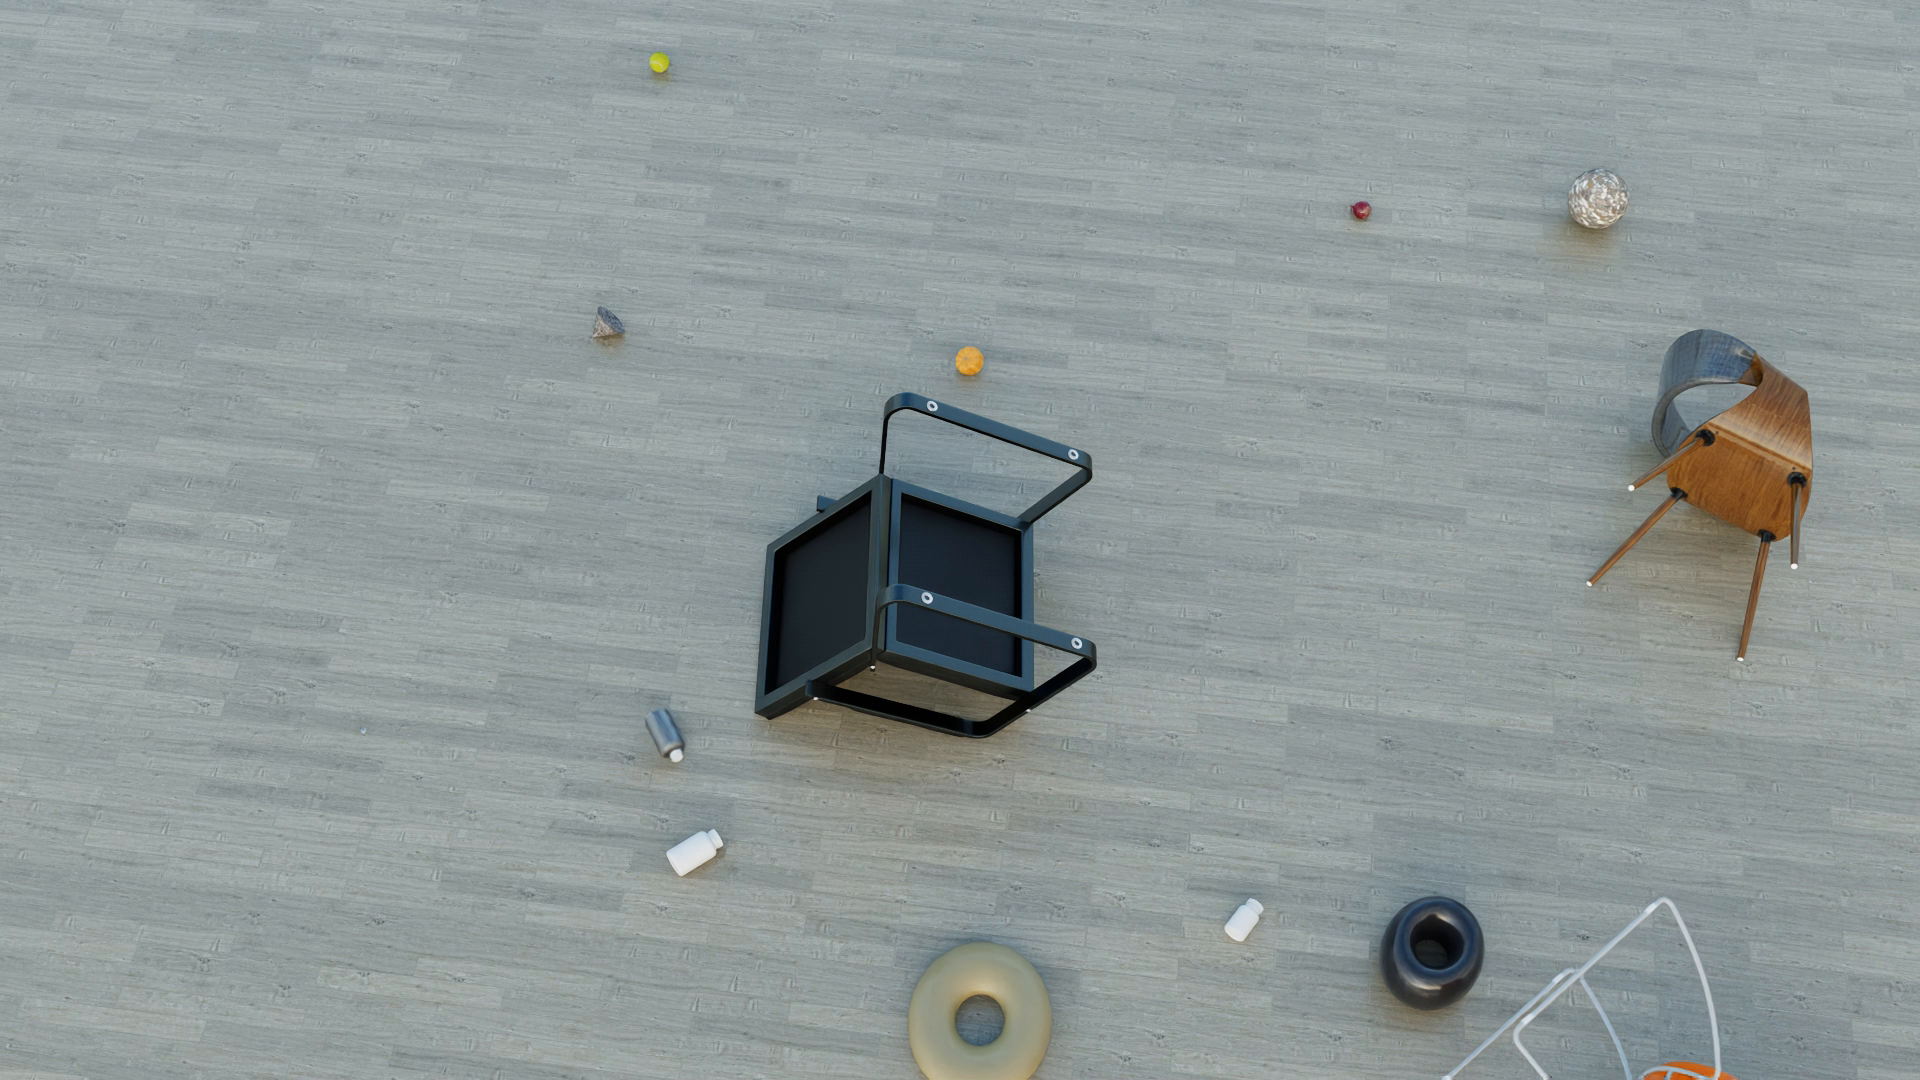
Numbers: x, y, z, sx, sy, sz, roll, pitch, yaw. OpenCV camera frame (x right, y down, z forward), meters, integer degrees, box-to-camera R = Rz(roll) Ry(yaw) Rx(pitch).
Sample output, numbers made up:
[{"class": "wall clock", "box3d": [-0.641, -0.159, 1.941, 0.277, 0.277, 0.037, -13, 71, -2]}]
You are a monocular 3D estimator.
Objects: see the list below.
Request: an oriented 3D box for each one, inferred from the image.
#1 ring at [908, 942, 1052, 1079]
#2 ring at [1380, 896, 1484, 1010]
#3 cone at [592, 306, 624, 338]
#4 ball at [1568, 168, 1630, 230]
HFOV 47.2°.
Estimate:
[{"class": "ring", "box3d": [0.051, 1.241, 5.687, 0.374, 0.092, 0.429, 5, 57, 4]}, {"class": "ring", "box3d": [1.234, 1.079, 5.750, 0.265, 0.169, 0.311, 26, 58, 15]}, {"class": "cone", "box3d": [-1.140, -0.671, 6.995, 0.087, 0.121, 0.112, -40, 74, 16]}, {"class": "ball", "box3d": [2.091, -1.118, 7.206, 0.196, 0.196, 0.196, 0, 56, 0]}]
